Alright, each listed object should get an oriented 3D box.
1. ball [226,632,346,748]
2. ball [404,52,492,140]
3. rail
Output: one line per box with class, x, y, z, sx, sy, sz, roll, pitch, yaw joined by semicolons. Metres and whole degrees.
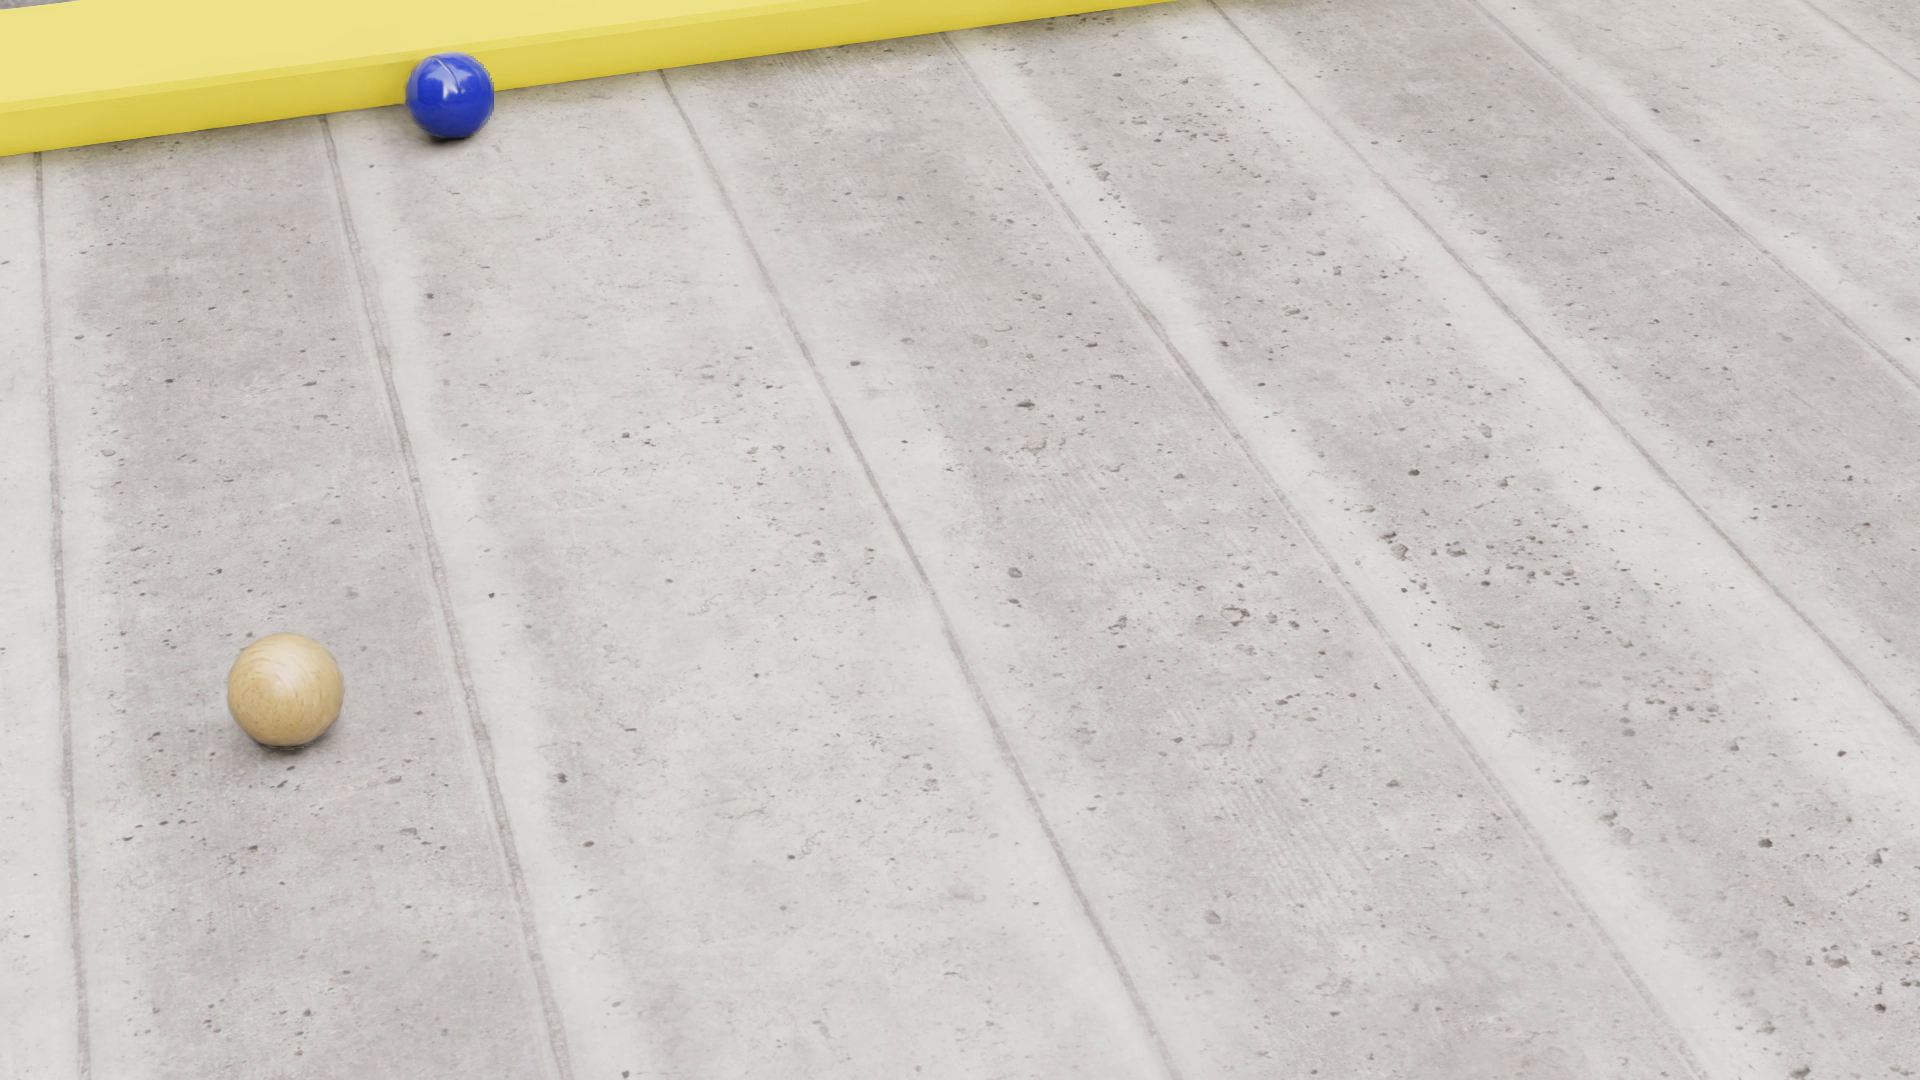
ball;-0.378;0.084;1.438;0.064;0.064;0.064;0;36;0
ball;-0.408;-0.355;2.047;0.069;0.069;0.069;0;36;0
rail;0.452;-0.564;2.295;2.860;0.119;0.045;-10;37;-14
